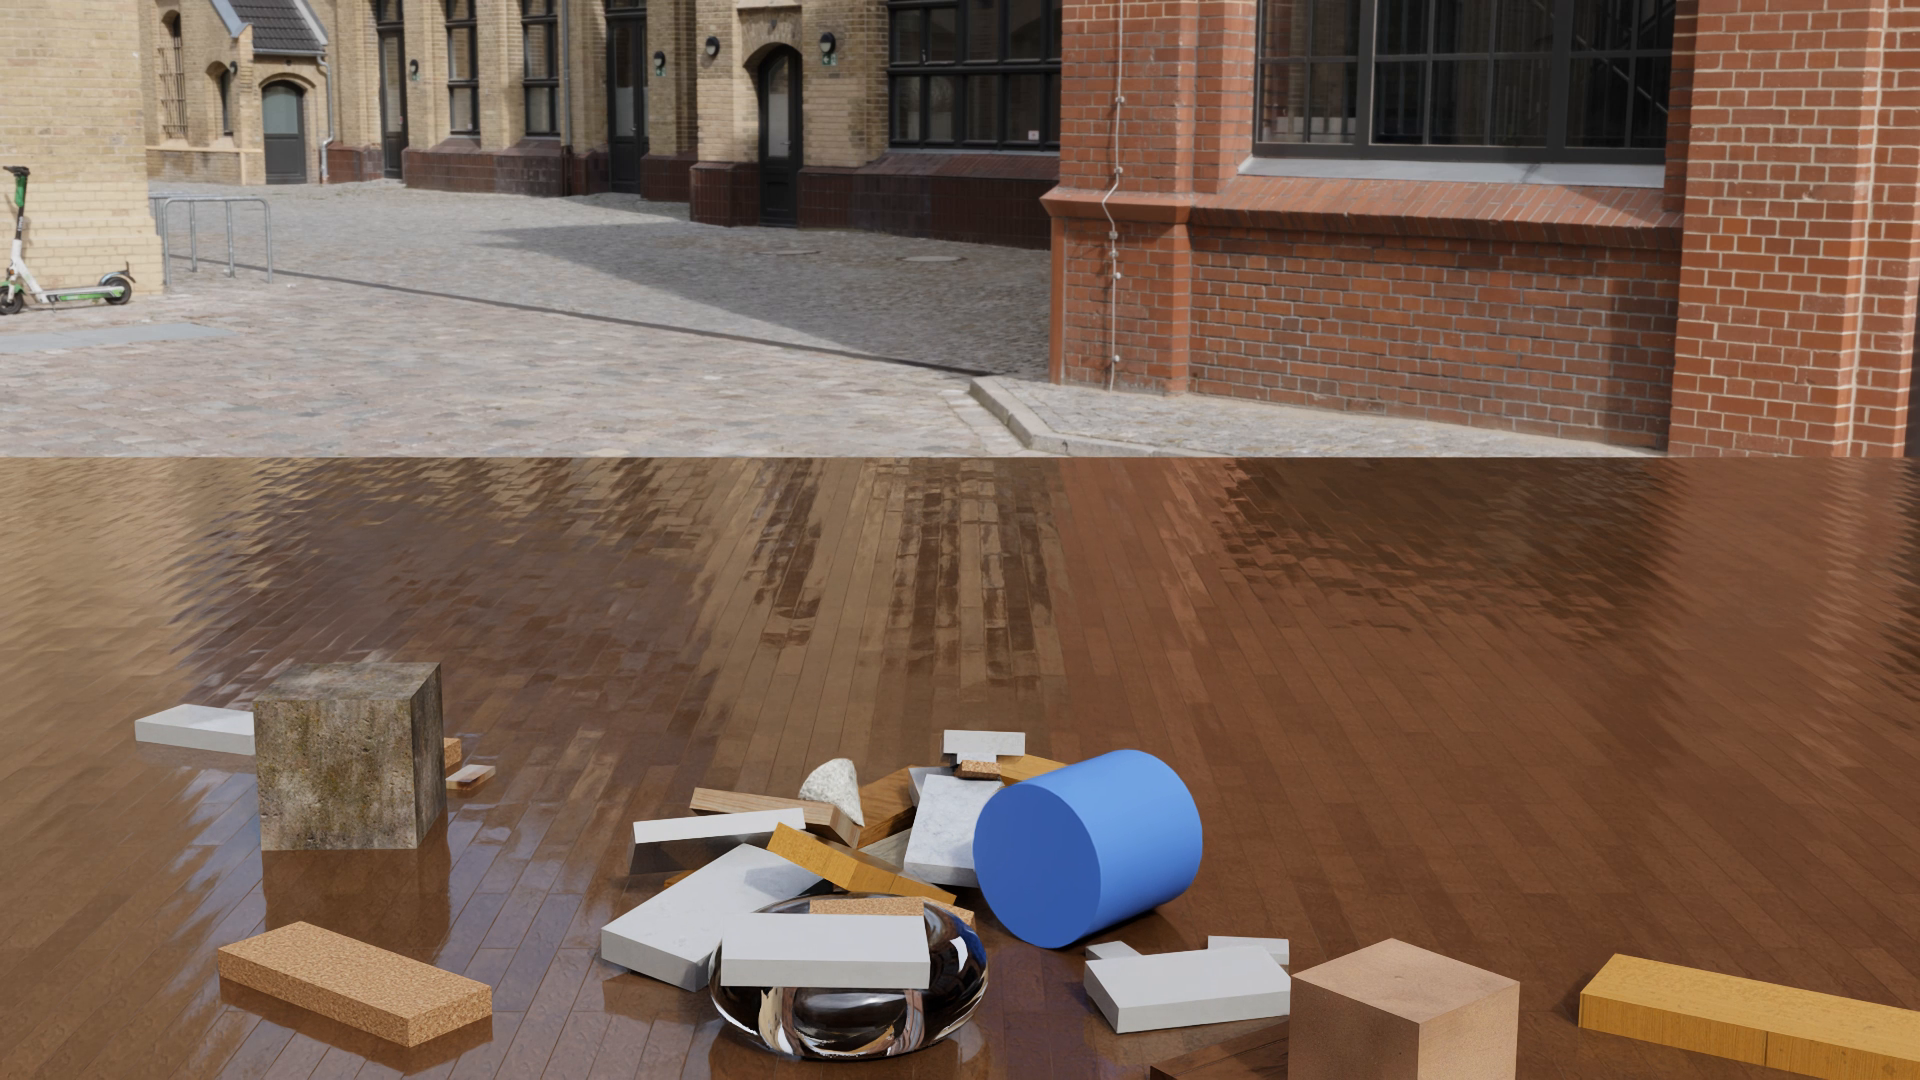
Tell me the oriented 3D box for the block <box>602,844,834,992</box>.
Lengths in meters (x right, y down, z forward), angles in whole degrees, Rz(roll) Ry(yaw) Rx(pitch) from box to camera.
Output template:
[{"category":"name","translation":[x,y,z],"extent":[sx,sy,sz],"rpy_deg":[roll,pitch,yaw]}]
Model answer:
[{"category":"block","translation":[-0.373,0.583,3.428],"extent":[0.179,0.051,0.358],"rpy_deg":[13,21,29]}]

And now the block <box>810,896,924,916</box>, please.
[{"category":"block","translation":[-0.133,0.538,3.149],"extent":[0.163,0.023,0.081],"rpy_deg":[-2,11,-2]}]

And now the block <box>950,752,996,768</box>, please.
[{"category":"block","translation":[0.022,0.390,3.882],"extent":[0.068,0.019,0.136],"rpy_deg":[2,-9,-5]}]

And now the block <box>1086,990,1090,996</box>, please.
[{"category":"block","translation":[0.256,0.661,3.241],"extent":[0.123,0.017,0.062],"rpy_deg":[-5,12,-25]}]

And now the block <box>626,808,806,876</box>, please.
[{"category":"block","translation":[-0.404,0.498,3.631],"extent":[0.278,0.037,0.131],"rpy_deg":[-3,-31,-16]}]

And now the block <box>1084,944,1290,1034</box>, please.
[{"category":"block","translation":[0.335,0.648,3.186],"extent":[0.279,0.040,0.139],"rpy_deg":[-2,18,-17]}]

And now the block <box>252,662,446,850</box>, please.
[{"category":"block","translation":[-1.104,0.389,4.004],"extent":[0.273,0.273,0.273],"rpy_deg":[0,11,-2]}]

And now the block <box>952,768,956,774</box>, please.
[{"category":"block","translation":[0.025,0.420,3.983],"extent":[0.068,0.019,0.136],"rpy_deg":[1,2,6]}]

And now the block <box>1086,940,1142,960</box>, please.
[{"category":"block","translation":[0.247,0.642,3.342],"extent":[0.062,0.017,0.123],"rpy_deg":[-5,12,-24]}]

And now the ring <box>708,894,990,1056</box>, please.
[{"category":"ring","translation":[-0.159,0.618,3.149],"extent":[0.403,0.134,0.403],"rpy_deg":[0,12,0]}]

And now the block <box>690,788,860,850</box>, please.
[{"category":"block","translation":[-0.315,0.478,3.758],"extent":[0.262,0.037,0.131],"rpy_deg":[4,-25,21]}]

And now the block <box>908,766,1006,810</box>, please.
[{"category":"block","translation":[0.005,0.471,3.935],"extent":[0.160,0.045,0.320],"rpy_deg":[-1,11,-8]}]

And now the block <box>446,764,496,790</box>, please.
[{"category":"block","translation":[-0.960,0.464,4.304],"extent":[0.056,0.016,0.112],"rpy_deg":[3,11,13]}]

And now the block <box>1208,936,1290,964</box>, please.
[{"category":"block","translation":[0.445,0.632,3.392],"extent":[0.123,0.017,0.062],"rpy_deg":[1,11,7]}]

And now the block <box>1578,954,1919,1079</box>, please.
[{"category":"block","translation":[1.127,0.675,3.071],"extent":[0.474,0.051,0.179],"rpy_deg":[6,12,31]}]

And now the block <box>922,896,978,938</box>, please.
[{"category":"block","translation":[-0.018,0.584,3.347],"extent":[0.081,0.023,0.163],"rpy_deg":[16,-22,9]}]

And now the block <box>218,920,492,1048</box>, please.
[{"category":"block","translation":[-0.895,0.649,3.237],"extent":[0.442,0.042,0.149],"rpy_deg":[8,13,36]}]

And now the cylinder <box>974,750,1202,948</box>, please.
[{"category":"cylinder","translation":[0.204,0.488,3.505],"extent":[0.260,0.260,0.260],"rpy_deg":[9,14,41]}]

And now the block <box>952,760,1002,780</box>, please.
[{"category":"block","translation":[0.026,0.415,3.849],"extent":[0.068,0.019,0.136],"rpy_deg":[6,-22,-8]}]

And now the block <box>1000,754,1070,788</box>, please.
[{"category":"block","translation":[0.154,0.464,4.235],"extent":[0.283,0.040,0.142],"rpy_deg":[9,14,42]}]

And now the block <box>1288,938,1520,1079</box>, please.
[{"category":"block","translation":[0.560,0.651,2.787],"extent":[0.202,0.202,0.202],"rpy_deg":[-9,14,-40]}]

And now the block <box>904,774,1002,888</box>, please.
[{"category":"block","translation":[-0.011,0.488,3.712],"extent":[0.131,0.037,0.262],"rpy_deg":[5,28,6]}]

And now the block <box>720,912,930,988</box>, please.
[{"category":"block","translation":[-0.186,0.561,3.011],"extent":[0.279,0.040,0.140],"rpy_deg":[2,16,-6]}]

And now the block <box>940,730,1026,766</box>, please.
[{"category":"block","translation":[0.037,0.378,3.992],"extent":[0.142,0.040,0.283],"rpy_deg":[2,-9,-2]}]

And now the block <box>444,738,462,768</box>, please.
[{"category":"block","translation":[-1.120,0.446,4.328],"extent":[0.149,0.042,0.299],"rpy_deg":[3,11,15]}]

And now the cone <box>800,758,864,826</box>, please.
[{"category":"cone","translation":[-0.204,0.474,3.925],"extent":[0.121,0.121,0.121],"rpy_deg":[-9,40,-39]}]

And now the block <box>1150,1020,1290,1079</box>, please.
[{"category":"block","translation":[0.405,0.707,2.928],"extent":[0.279,0.040,0.140],"rpy_deg":[-8,13,-35]}]

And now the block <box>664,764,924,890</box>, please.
[{"category":"block","translation":[-0.229,0.525,3.910],"extent":[0.142,0.040,0.781],"rpy_deg":[6,12,29]}]

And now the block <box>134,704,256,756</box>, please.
[{"category":"block","translation":[-1.554,0.395,4.601],"extent":[0.299,0.042,0.149],"rpy_deg":[4,11,22]}]

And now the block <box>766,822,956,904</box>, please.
[{"category":"block","translation":[-0.150,0.522,3.449],"extent":[0.160,0.045,0.319],"rpy_deg":[21,-7,32]}]

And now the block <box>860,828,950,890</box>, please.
[{"category":"block","translation":[-0.042,0.542,3.801],"extent":[0.160,0.045,0.320],"rpy_deg":[8,13,35]}]
